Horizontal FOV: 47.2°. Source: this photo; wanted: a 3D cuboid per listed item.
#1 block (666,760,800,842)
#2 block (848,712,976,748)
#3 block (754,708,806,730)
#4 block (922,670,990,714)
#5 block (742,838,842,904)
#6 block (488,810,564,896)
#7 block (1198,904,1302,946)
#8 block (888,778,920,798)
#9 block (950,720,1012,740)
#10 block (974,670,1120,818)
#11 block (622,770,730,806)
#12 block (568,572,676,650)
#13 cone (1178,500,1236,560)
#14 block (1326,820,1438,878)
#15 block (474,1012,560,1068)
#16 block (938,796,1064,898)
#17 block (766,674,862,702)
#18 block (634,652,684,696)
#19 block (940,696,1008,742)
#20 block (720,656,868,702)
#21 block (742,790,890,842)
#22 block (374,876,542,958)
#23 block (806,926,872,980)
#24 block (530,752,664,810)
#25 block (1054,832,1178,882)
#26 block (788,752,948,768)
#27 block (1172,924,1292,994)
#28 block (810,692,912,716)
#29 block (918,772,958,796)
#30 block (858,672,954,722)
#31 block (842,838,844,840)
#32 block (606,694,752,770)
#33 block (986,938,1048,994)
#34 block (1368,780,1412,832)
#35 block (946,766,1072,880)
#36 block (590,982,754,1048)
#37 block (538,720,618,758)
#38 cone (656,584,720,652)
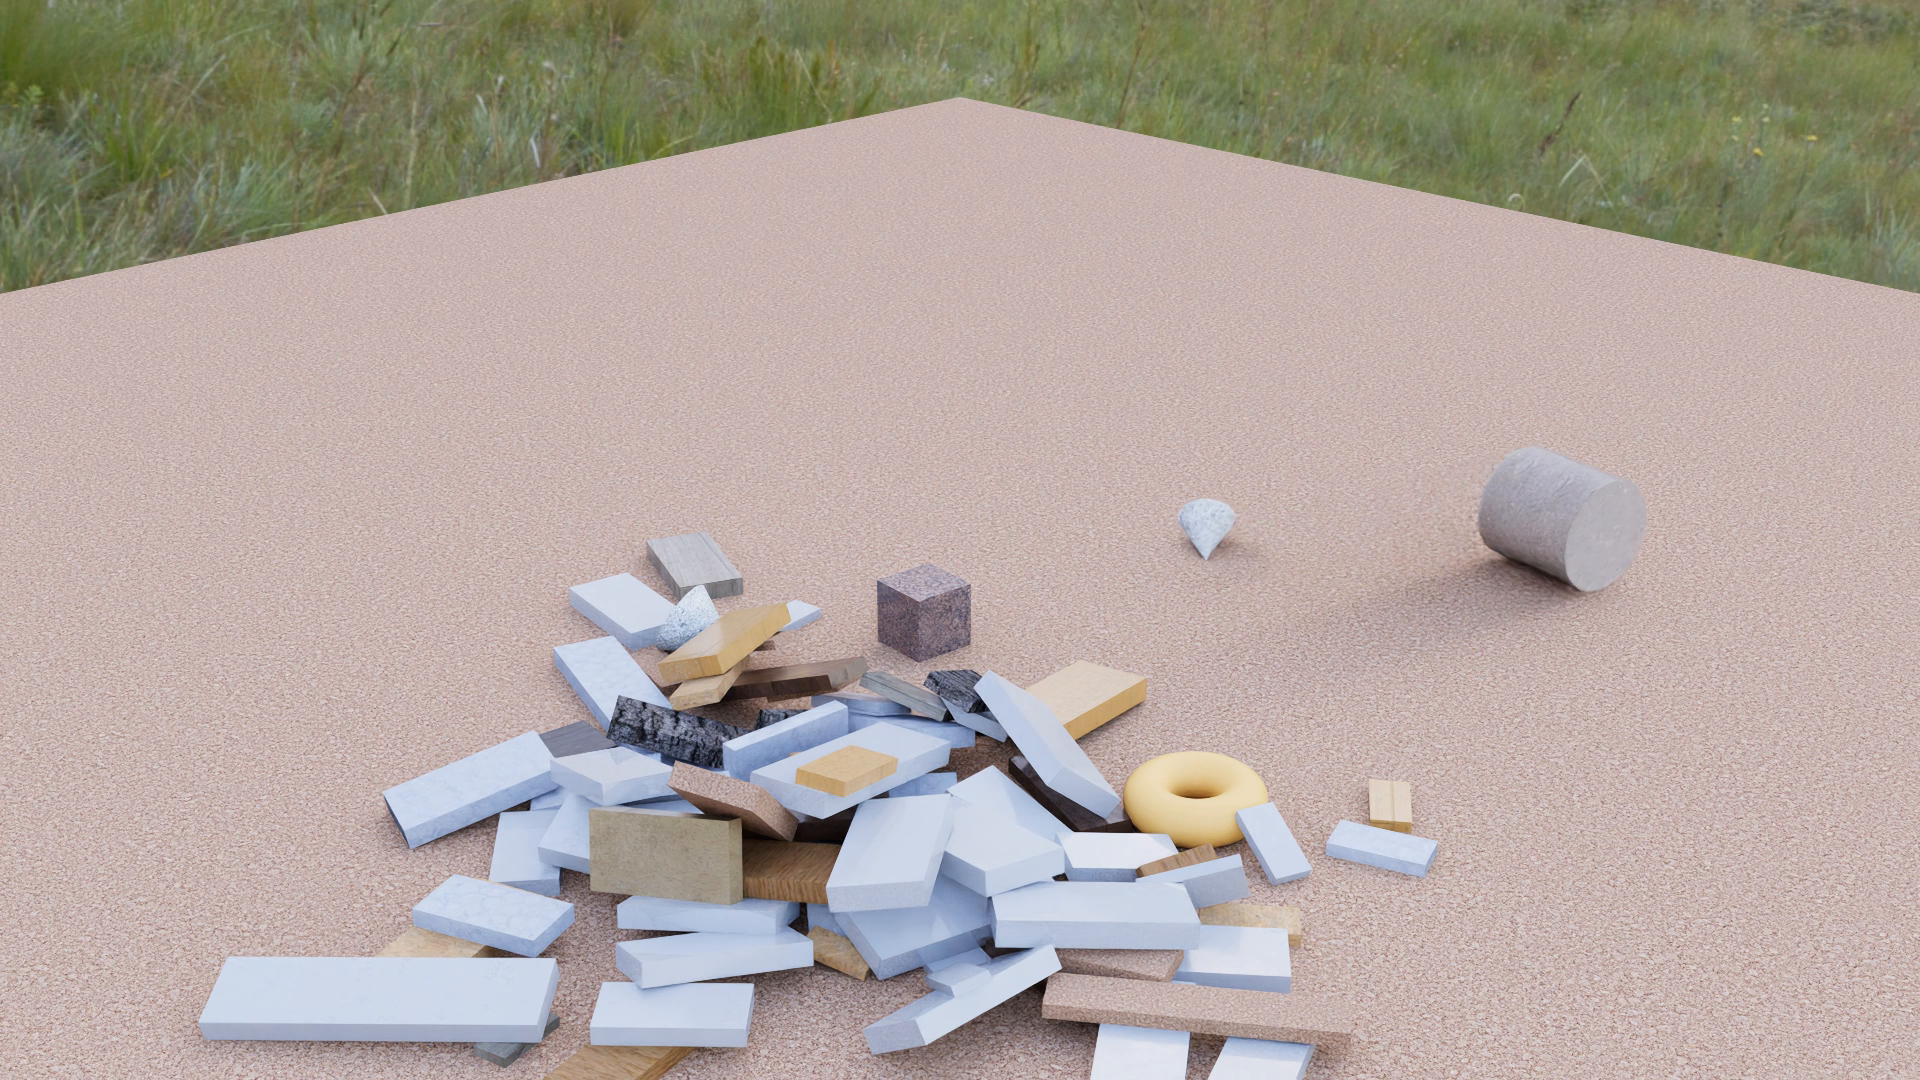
[{"bbox_3d":[-0.411,0.482,4.027,0.164,0.046,0.328,15,-15,13],"label":"block"},{"bbox_3d":[-0.132,0.397,4.633,0.309,0.044,0.154,5,3,44],"label":"block"},{"bbox_3d":[-0.347,0.406,4.582,0.029,0.103,0.207,25,12,39],"label":"block"},{"bbox_3d":[0.020,0.317,4.619,0.115,0.033,0.229,31,9,20],"label":"block"},{"bbox_3d":[-0.331,0.611,4.068,0.299,0.042,0.149,1,19,22],"label":"block"},{"bbox_3d":[-0.837,0.609,4.278,0.131,0.037,0.263,-2,23,-5],"label":"block"},{"bbox_3d":[0.534,0.709,4.057,0.184,0.026,0.092,2,23,5],"label":"block"},{"bbox_3d":[-0.170,0.522,4.401,0.175,0.025,0.088,-11,43,15],"label":"block"},{"bbox_3d":[0.106,0.408,4.776,0.256,0.019,0.068,7,24,15],"label":"block"},{"bbox_3d":[0.174,0.410,4.453,0.179,0.051,0.358,33,11,-37],"label":"block"},{"bbox_3d":[-0.589,0.519,4.367,0.263,0.131,0.037,-6,59,-10],"label":"block"},{"bbox_3d":[-0.797,0.170,5.302,0.160,0.045,0.320,-16,28,-33],"label":"block"},{"bbox_3d":[0.636,-0.002,5.680,0.147,0.147,0.147,2,50,6],"label":"cone"},{"bbox_3d":[0.826,0.603,4.304,0.196,0.028,0.098,10,25,23],"label":"block"},{"bbox_3d":[-0.754,0.844,3.746,0.070,0.020,0.140,13,26,28],"label":"block"},{"bbox_3d":[0.020,0.566,4.096,0.174,0.049,0.348,-12,17,-32],"label":"block"},{"bbox_3d":[-0.317,0.312,4.786,0.202,0.029,0.101,-12,10,36],"label":"block"},{"bbox_3d":[-0.676,0.305,5.012,0.081,0.023,0.163,-13,26,-28],"label":"block"},{"bbox_3d":[0.023,0.351,4.648,0.115,0.033,0.230,25,9,-19],"label":"block"},{"bbox_3d":[-0.398,0.307,4.774,0.461,0.033,0.115,-10,11,44],"label":"block"},{"bbox_3d":[-0.291,0.522,4.267,0.309,0.044,0.154,-4,27,-4],"label":"block"},{"bbox_3d":[-0.909,0.724,3.998,0.156,0.044,0.312,10,25,23],"label":"block"},{"bbox_3d":[-0.217,0.742,3.955,0.135,0.019,0.067,20,28,17],"label":"block"},{"bbox_3d":[-0.735,0.504,4.466,0.263,0.037,0.131,-10,27,-2],"label":"block"},{"bbox_3d":[0.307,0.610,4.220,0.233,0.033,0.117,3,26,-17],"label":"block"},{"bbox_3d":[-0.187,0.451,4.508,0.154,0.044,0.309,5,6,42],"label":"block"},{"bbox_3d":[0.435,0.749,3.939,0.304,0.043,0.152,2,23,5],"label":"block"},{"bbox_3d":[-0.213,0.352,4.733,0.202,0.029,0.101,4,2,41],"label":"block"},{"bbox_3d":[-0.092,0.515,4.452,0.176,0.025,0.088,-2,42,-4],"label":"block"},{"bbox_3d":[-0.104,0.332,4.667,0.203,0.029,0.101,22,7,20],"label":"block"},{"bbox_3d":[-0.078,0.582,4.284,0.270,0.038,0.135,-12,46,-26],"label":"block"},{"bbox_3d":[-0.576,0.408,4.589,0.307,0.043,0.153,16,13,-7],"label":"block"},{"bbox_3d":[0.142,0.754,3.929,0.092,0.026,0.185,-17,32,-39],"label":"block"},{"bbox_3d":[0.872,0.539,4.462,0.082,0.023,0.165,4,23,8],"label":"block"},{"bbox_3d":[0.109,0.556,4.297,0.270,0.038,0.135,38,40,29],"label":"block"},{"bbox_3d":[-0.485,0.803,3.726,0.260,0.037,0.130,0,23,1],"label":"block"},{"bbox_3d":[-0.881,0.464,4.615,0.290,0.041,0.145,-17,28,-34],"label":"block"},{"bbox_3d":[-0.578,0.230,5.113,0.182,0.182,0.182,35,32,10],"label":"cone"}]
